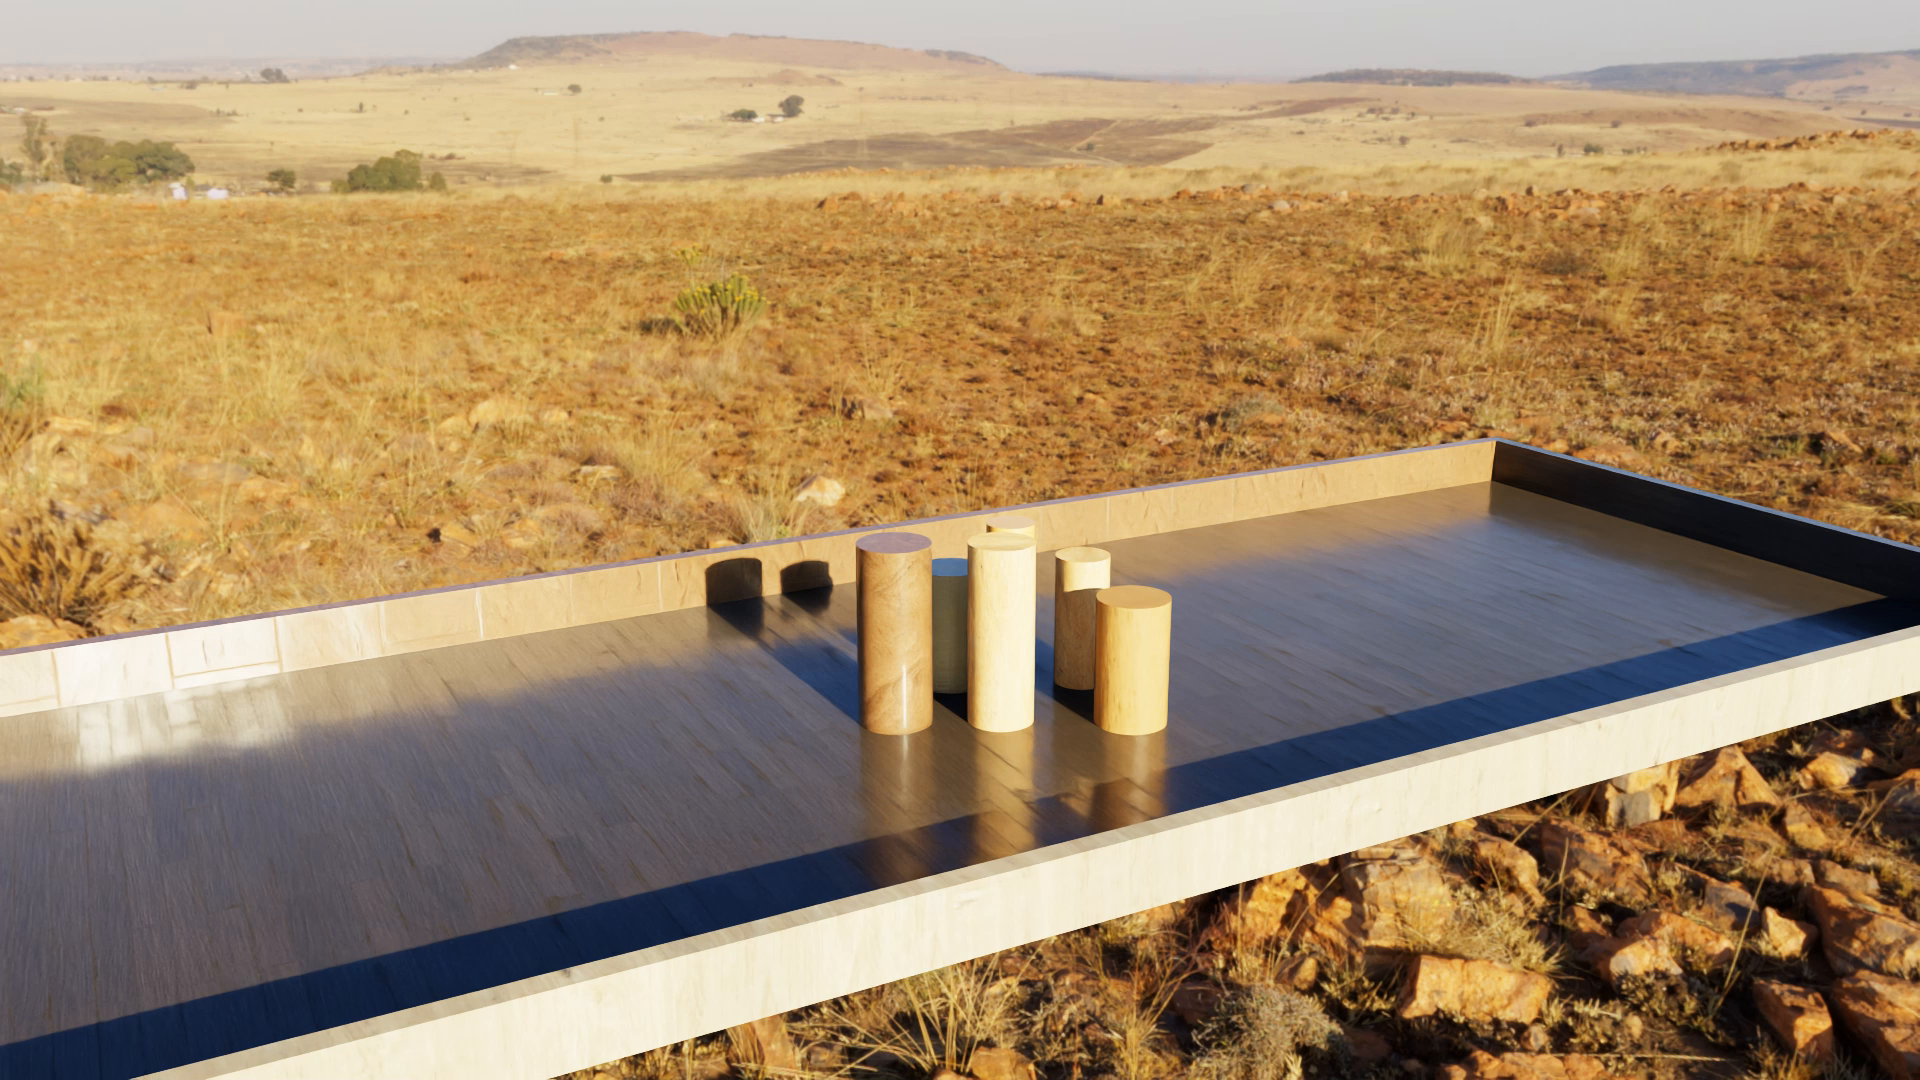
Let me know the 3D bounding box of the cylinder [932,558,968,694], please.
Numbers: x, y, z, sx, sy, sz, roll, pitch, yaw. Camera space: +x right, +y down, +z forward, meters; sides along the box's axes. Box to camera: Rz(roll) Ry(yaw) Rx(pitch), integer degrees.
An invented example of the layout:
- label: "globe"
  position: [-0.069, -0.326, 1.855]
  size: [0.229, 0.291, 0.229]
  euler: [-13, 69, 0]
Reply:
- label: "cylinder"
  position: [-0.023, 0.211, 4.098]
  size: [0.156, 0.303, 0.156]
  euler: [0, 16, 0]

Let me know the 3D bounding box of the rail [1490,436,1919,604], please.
- label: "rail"
  position: [2.466, -0.048, 5.253]
  size: [0.050, 0.150, 2.100]
  euler: [-9, 18, -27]

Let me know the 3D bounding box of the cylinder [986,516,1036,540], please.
- label: "cylinder"
  position: [0.132, 0.117, 4.350]
  size: [0.129, 0.341, 0.129]
  euler: [0, 16, 0]

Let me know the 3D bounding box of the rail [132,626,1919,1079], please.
- label: "rail"
  position: [-2.336, 1.006, 1.665]
  size: [12.000, 0.150, 0.050]
  euler: [-9, 18, -27]

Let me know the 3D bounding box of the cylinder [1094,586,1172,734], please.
- label: "cylinder"
  position: [0.402, 0.279, 3.858]
  size: [0.174, 0.308, 0.174]
  euler: [0, 16, 0]

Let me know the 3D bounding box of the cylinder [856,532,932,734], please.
- label: "cylinder"
  position: [-0.152, 0.216, 3.843]
  size: [0.176, 0.438, 0.176]
  euler: [0, 16, 0]

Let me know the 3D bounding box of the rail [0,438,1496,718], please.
- label: "rail"
  position: [-3.305, 0.497, 3.399]
  size: [12.000, 0.150, 0.050]
  euler: [-9, 18, -27]

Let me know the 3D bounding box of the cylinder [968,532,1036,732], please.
- label: "cylinder"
  position: [0.096, 0.214, 3.849]
  size: [0.158, 0.438, 0.158]
  euler: [0, 16, 0]

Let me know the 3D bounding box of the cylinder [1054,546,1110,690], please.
- label: "cylinder"
  position: [0.303, 0.194, 4.108]
  size: [0.135, 0.330, 0.135]
  euler: [0, 16, 0]
